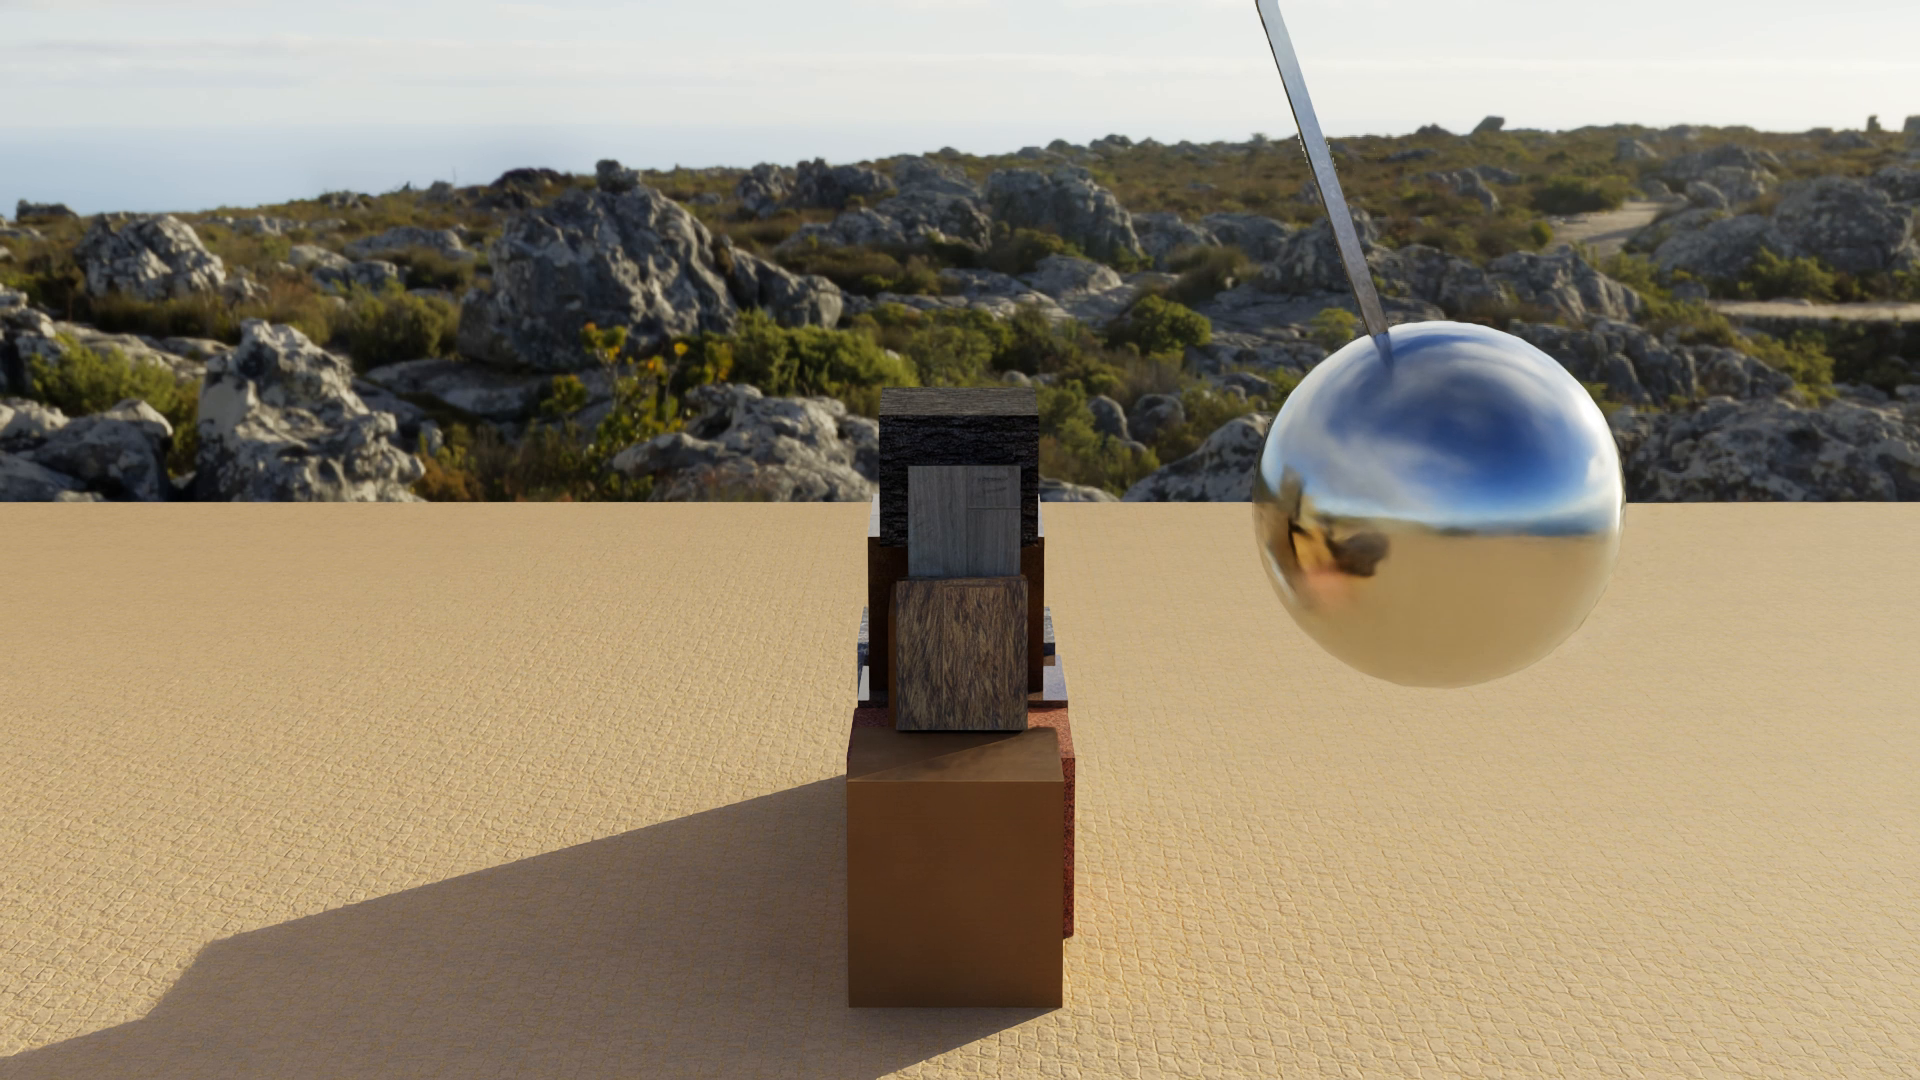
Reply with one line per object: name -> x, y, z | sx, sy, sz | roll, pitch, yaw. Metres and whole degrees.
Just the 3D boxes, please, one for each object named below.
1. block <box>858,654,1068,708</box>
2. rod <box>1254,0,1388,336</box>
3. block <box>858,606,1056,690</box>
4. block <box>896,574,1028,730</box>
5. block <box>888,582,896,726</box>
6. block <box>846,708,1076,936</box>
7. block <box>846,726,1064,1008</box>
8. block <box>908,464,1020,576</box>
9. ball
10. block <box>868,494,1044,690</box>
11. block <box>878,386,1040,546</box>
block -> 0.012, 1.013, 11.786 | 0.926, 0.790, 0.897 | 0, 10, 0
rod -> 0.899, -3.291, 10.582 | 0.080, 5.200, 0.080 | -20, 10, 4
block -> -0.017, 0.828, 12.641 | 0.939, 0.848, 0.832 | 0, 10, 0
block -> 0.008, 0.453, 10.543 | 0.527, 0.600, 0.512 | 0, 2, 0
block -> -0.016, 0.494, 11.108 | 0.572, 0.493, 0.520 | 0, 15, 0
block -> 0.003, 1.185, 10.926 | 0.932, 0.759, 0.836 | 0, 10, 0
block -> -0.017, 1.270, 10.092 | 0.816, 0.891, 0.815 | 0, 10, 0
block -> 0.017, -0.089, 10.809 | 0.464, 0.456, 0.407 | 0, 3, 0
ball -> 2.074, -0.152, 11.153 | 1.600, 1.600, 1.600 | 0, 10, 0
block -> -0.017, 0.228, 11.738 | 0.777, 0.711, 0.795 | 0, 15, 0
block -> -0.006, -0.330, 11.317 | 0.684, 0.582, 0.614 | 0, 15, 0
